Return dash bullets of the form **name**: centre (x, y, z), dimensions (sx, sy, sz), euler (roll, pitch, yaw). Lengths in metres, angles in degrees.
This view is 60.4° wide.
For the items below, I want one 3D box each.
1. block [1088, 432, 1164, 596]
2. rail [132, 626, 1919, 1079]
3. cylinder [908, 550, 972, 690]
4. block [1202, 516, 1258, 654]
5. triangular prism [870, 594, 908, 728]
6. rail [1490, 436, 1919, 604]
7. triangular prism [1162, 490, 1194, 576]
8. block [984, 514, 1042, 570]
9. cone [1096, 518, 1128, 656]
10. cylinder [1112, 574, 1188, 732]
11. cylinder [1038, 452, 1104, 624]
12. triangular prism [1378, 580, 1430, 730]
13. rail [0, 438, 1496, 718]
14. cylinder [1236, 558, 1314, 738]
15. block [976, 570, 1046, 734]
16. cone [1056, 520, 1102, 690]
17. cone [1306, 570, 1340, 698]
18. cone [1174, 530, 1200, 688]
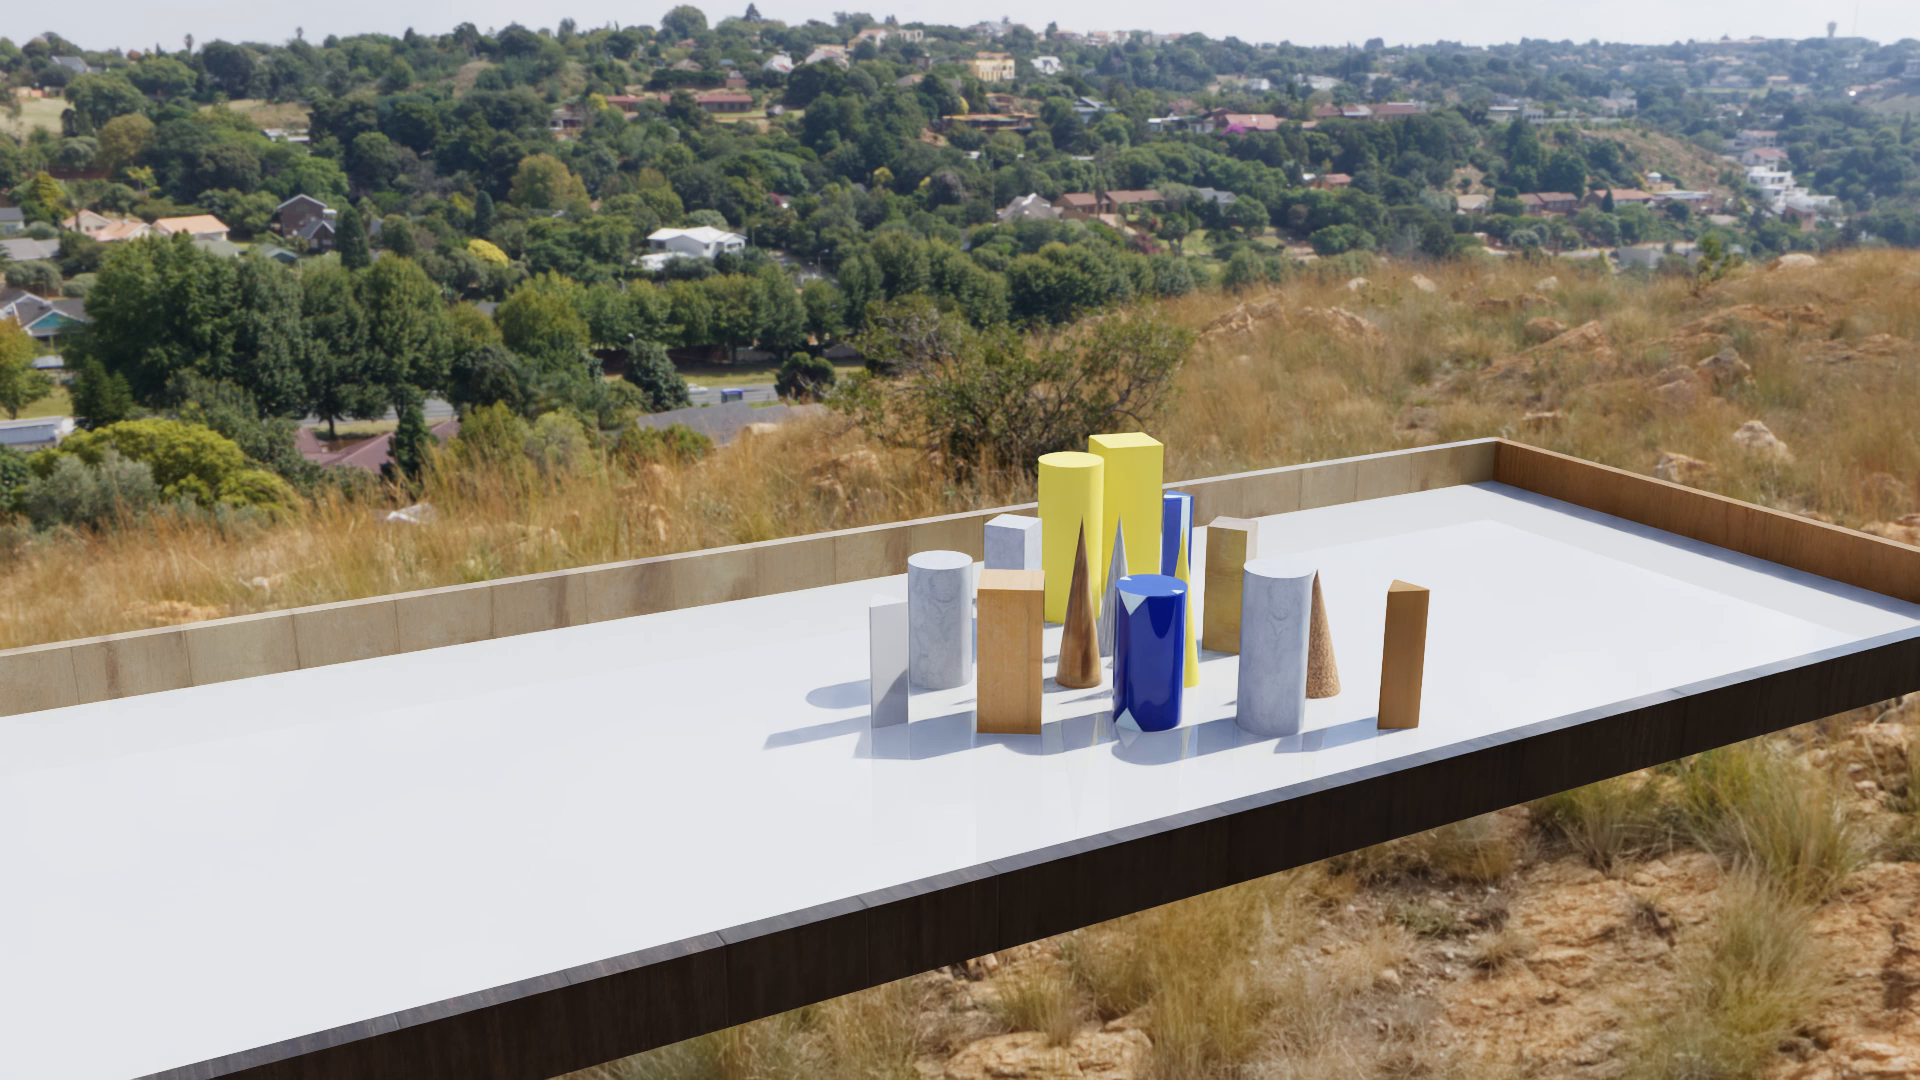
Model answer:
- **block**: centre (0.479, -0.076, 4.830), dimensions (0.167, 0.442, 0.167), euler (-4, 17, -15)
- **rail**: centre (-2.336, 1.006, 1.665), dimensions (12.000, 0.150, 0.050), euler (-9, 18, -27)
- **cylinder**: centre (-0.049, 0.199, 4.125), dimensions (0.160, 0.312, 0.160), euler (0, 16, 0)
- **block**: centre (0.712, 0.119, 4.348), dimensions (0.107, 0.339, 0.107), euler (7, 18, 24)
- **triangular prism**: centre (-0.182, 0.280, 3.867), dimensions (0.095, 0.301, 0.083), euler (-8, 18, -26)
- **rail**: centre (2.466, -0.048, 5.253), dimensions (0.050, 0.150, 2.100), euler (-9, 18, -27)
- **triangular prism**: centre (0.595, 0.034, 4.635), dimensions (0.088, 0.341, 0.076), euler (-4, 17, -15)
- **block**: centre (0.140, 0.115, 4.358), dimensions (0.114, 0.341, 0.114), euler (8, 18, 25)
- **cone**: centre (0.415, 0.107, 4.327), dimensions (0.117, 0.374, 0.117), euler (0, 16, 0)
- **cylinder**: centre (0.444, 0.263, 3.870), dimensions (0.167, 0.332, 0.167), euler (0, 16, 0)
- **cylinder**: centre (0.305, -0.007, 4.586), dimensions (0.180, 0.446, 0.180), euler (0, 16, 0)
- **triangular prism**: centre (1.019, 0.266, 3.851), dimensions (0.099, 0.338, 0.086), euler (-2, 17, -7)
- **rail**: centre (-3.305, 0.497, 3.399), dimensions (12.000, 0.150, 0.050), euler (-9, 18, -27)
- **cylinder**: centre (0.728, 0.248, 3.827), dimensions (0.158, 0.386, 0.158), euler (0, 16, 0)
- **block**: centre (0.119, 0.260, 3.848), dimensions (0.150, 0.352, 0.150), euler (1, 16, 4)
- **cone**: centre (0.299, 0.146, 4.092), dimensions (0.120, 0.432, 0.120), euler (0, 16, 0)
- **cone**: centre (0.871, 0.217, 4.063), dimensions (0.152, 0.312, 0.152), euler (0, 16, 0)
- **cone**: centre (0.549, 0.156, 4.094), dimensions (0.110, 0.412, 0.110), euler (0, 16, 0)
